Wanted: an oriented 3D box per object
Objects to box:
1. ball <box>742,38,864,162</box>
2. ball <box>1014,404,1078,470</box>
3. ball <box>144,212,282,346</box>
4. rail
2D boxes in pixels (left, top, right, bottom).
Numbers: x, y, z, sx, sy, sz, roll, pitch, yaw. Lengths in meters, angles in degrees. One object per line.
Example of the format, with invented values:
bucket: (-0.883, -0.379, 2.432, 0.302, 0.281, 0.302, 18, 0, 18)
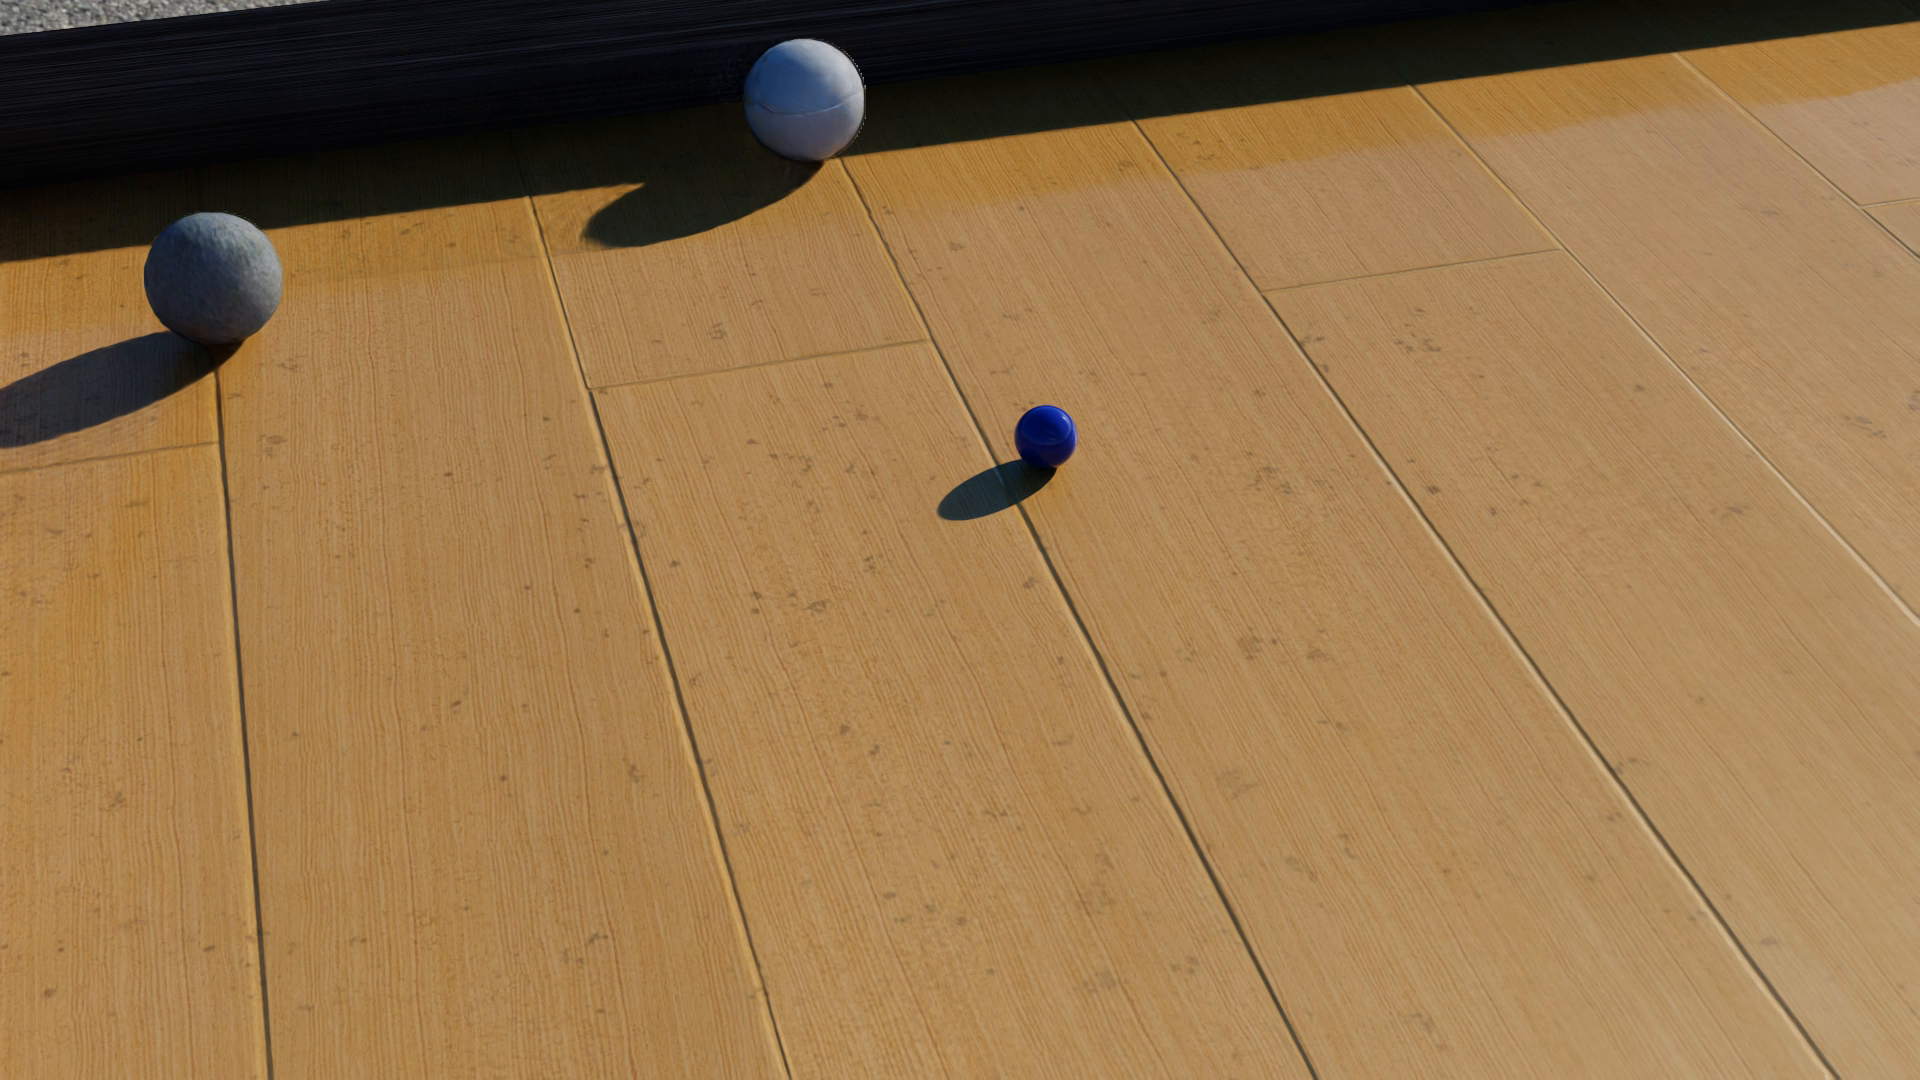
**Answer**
ball: (-0.125, -0.352, 2.052, 0.098, 0.098, 0.098, 0, 36, 0)
ball: (0.057, -0.068, 1.705, 0.043, 0.043, 0.043, 0, 36, 0)
ball: (-0.530, -0.185, 1.823, 0.095, 0.095, 0.095, 0, 36, 0)
rail: (0.479, -0.516, 2.255, 2.745, 0.127, 0.045, -9, 37, -12)
